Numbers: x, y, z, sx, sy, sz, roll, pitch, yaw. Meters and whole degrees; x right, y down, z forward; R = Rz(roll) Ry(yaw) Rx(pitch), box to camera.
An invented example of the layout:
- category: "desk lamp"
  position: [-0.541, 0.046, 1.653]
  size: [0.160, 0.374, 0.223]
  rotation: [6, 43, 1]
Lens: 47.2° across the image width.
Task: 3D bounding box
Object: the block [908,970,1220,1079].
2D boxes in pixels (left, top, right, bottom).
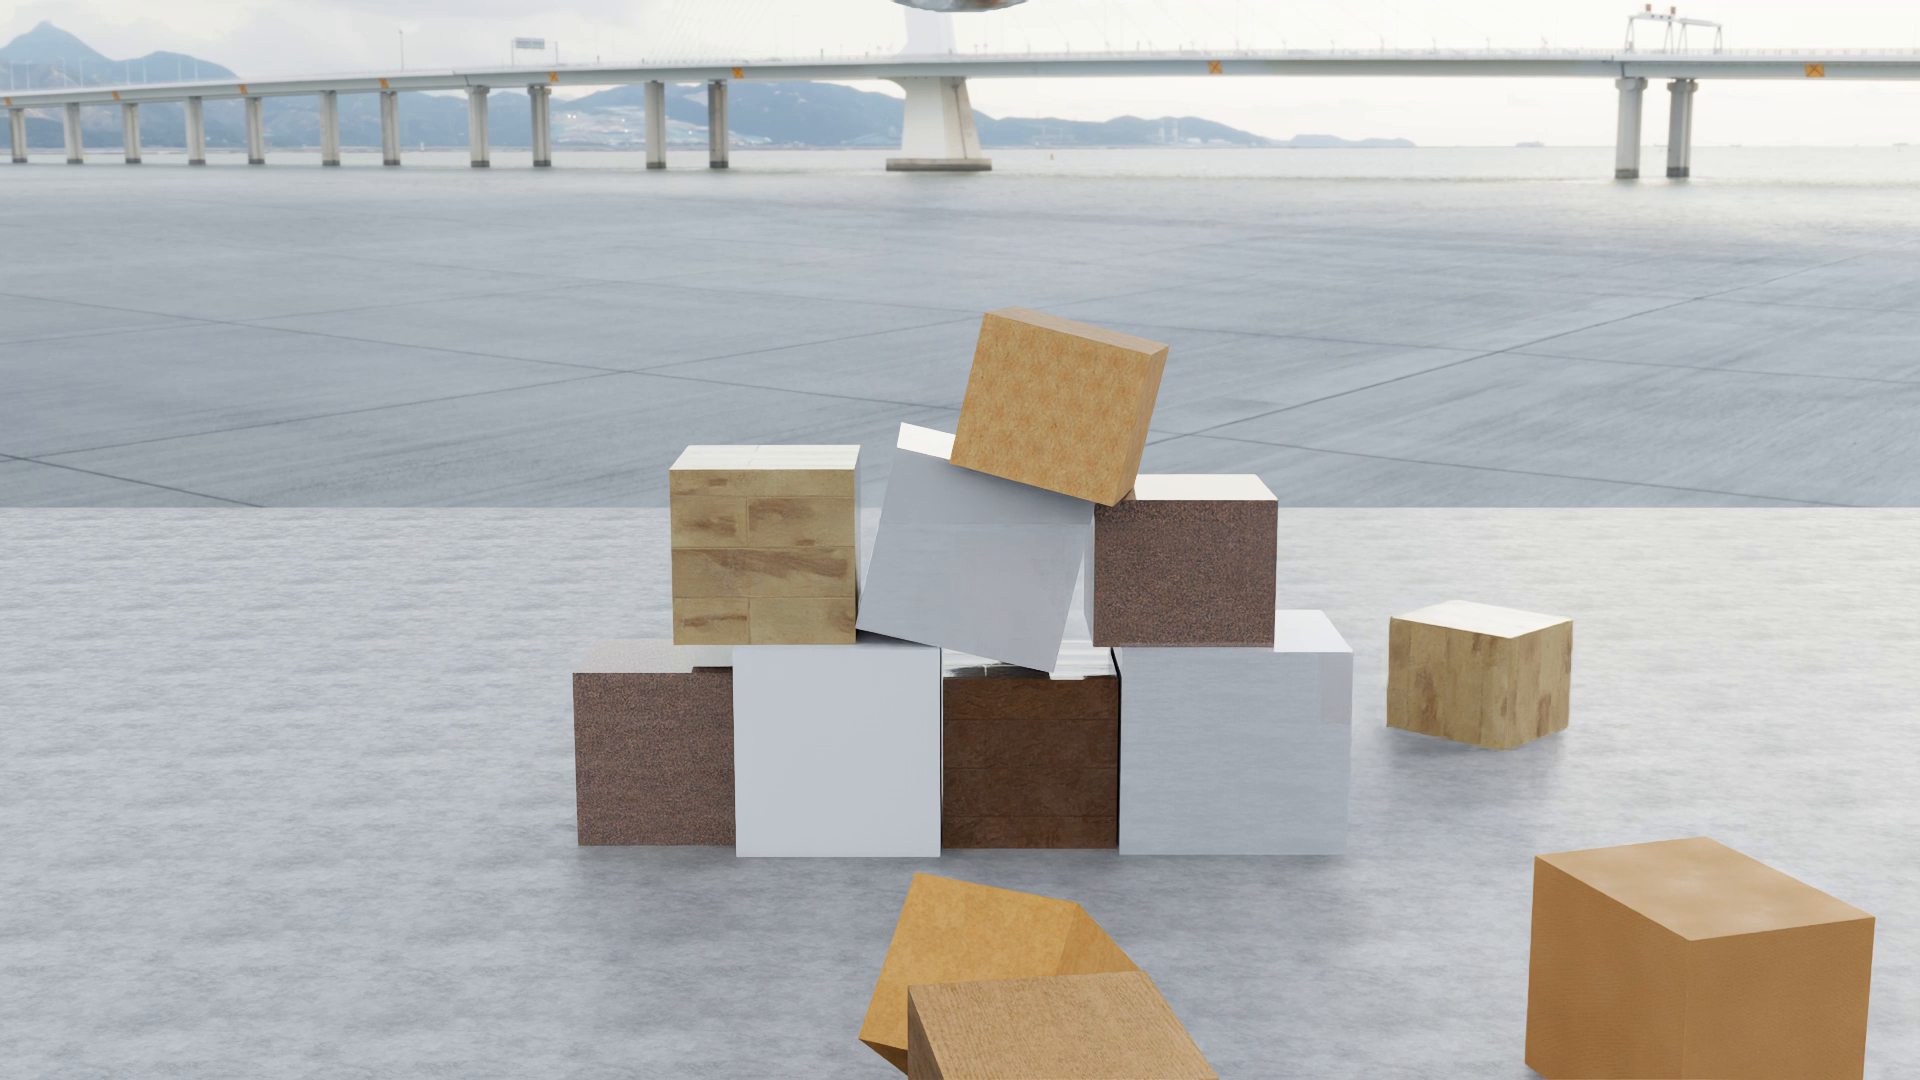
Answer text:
- category: "block"
  position: [0.293, 1.904, 6.853]
  size: [0.793, 0.801, 0.867]
  rotation: [-2, 10, -10]

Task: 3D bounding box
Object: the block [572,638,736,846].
- category: "block"
  position: [-1.522, 1.033, 11.387]
  size: [0.810, 0.894, 0.760]
  rotation: [0, 10, 0]

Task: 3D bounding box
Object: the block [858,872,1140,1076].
- category: "block"
  position: [0.165, 1.658, 7.824]
  size: [0.645, 0.620, 0.727]
  rotation: [6, -27, 29]

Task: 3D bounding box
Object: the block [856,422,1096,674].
- category: "block"
  position: [0.076, 0.019, 11.177]
  size: [1.000, 0.918, 0.945]
  rotation: [13, 10, -3]

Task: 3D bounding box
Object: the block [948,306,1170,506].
- category: "block"
  position: [0.499, -0.672, 10.756]
  size: [0.813, 0.739, 0.794]
  rotation: [15, 11, 9]

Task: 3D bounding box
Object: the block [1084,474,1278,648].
- category: "block"
  position: [1.105, 0.093, 11.205]
  size: [0.895, 0.738, 0.821]
  rotation: [0, 10, 0]

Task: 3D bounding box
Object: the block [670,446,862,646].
- category: "block"
  position: [-0.967, 0.010, 11.185]
  size: [0.898, 0.876, 0.855]
  rotation: [0, 10, -1]

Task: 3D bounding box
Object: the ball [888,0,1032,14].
- category: "ball"
  position: [0.000, -2.667, 7.697]
  size: [1.600, 1.600, 1.600]
  rotation: [0, 10, 0]

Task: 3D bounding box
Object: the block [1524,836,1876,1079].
- category: "block"
  position: [2.682, 1.665, 8.066]
  size: [0.760, 0.838, 0.951]
  rotation: [-3, 11, -18]

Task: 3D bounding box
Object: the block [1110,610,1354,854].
- category: "block"
  position: [1.361, 0.970, 11.340]
  size: [1.133, 1.035, 0.983]
  rotation: [0, 10, 0]

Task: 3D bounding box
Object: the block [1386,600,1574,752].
- category: "block"
  position: [3.133, 0.800, 13.273]
  size: [0.816, 0.676, 0.724]
  rotation: [10, 14, 44]

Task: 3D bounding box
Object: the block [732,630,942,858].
- category: "block"
  position: [-0.605, 0.960, 11.347]
  size: [1.011, 1.052, 1.074]
  rotation: [0, 10, 0]

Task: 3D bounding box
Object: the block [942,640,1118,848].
- category: "block"
  position: [0.350, 1.043, 11.389]
  size: [0.870, 0.873, 0.863]
  rotation: [0, 10, 0]
